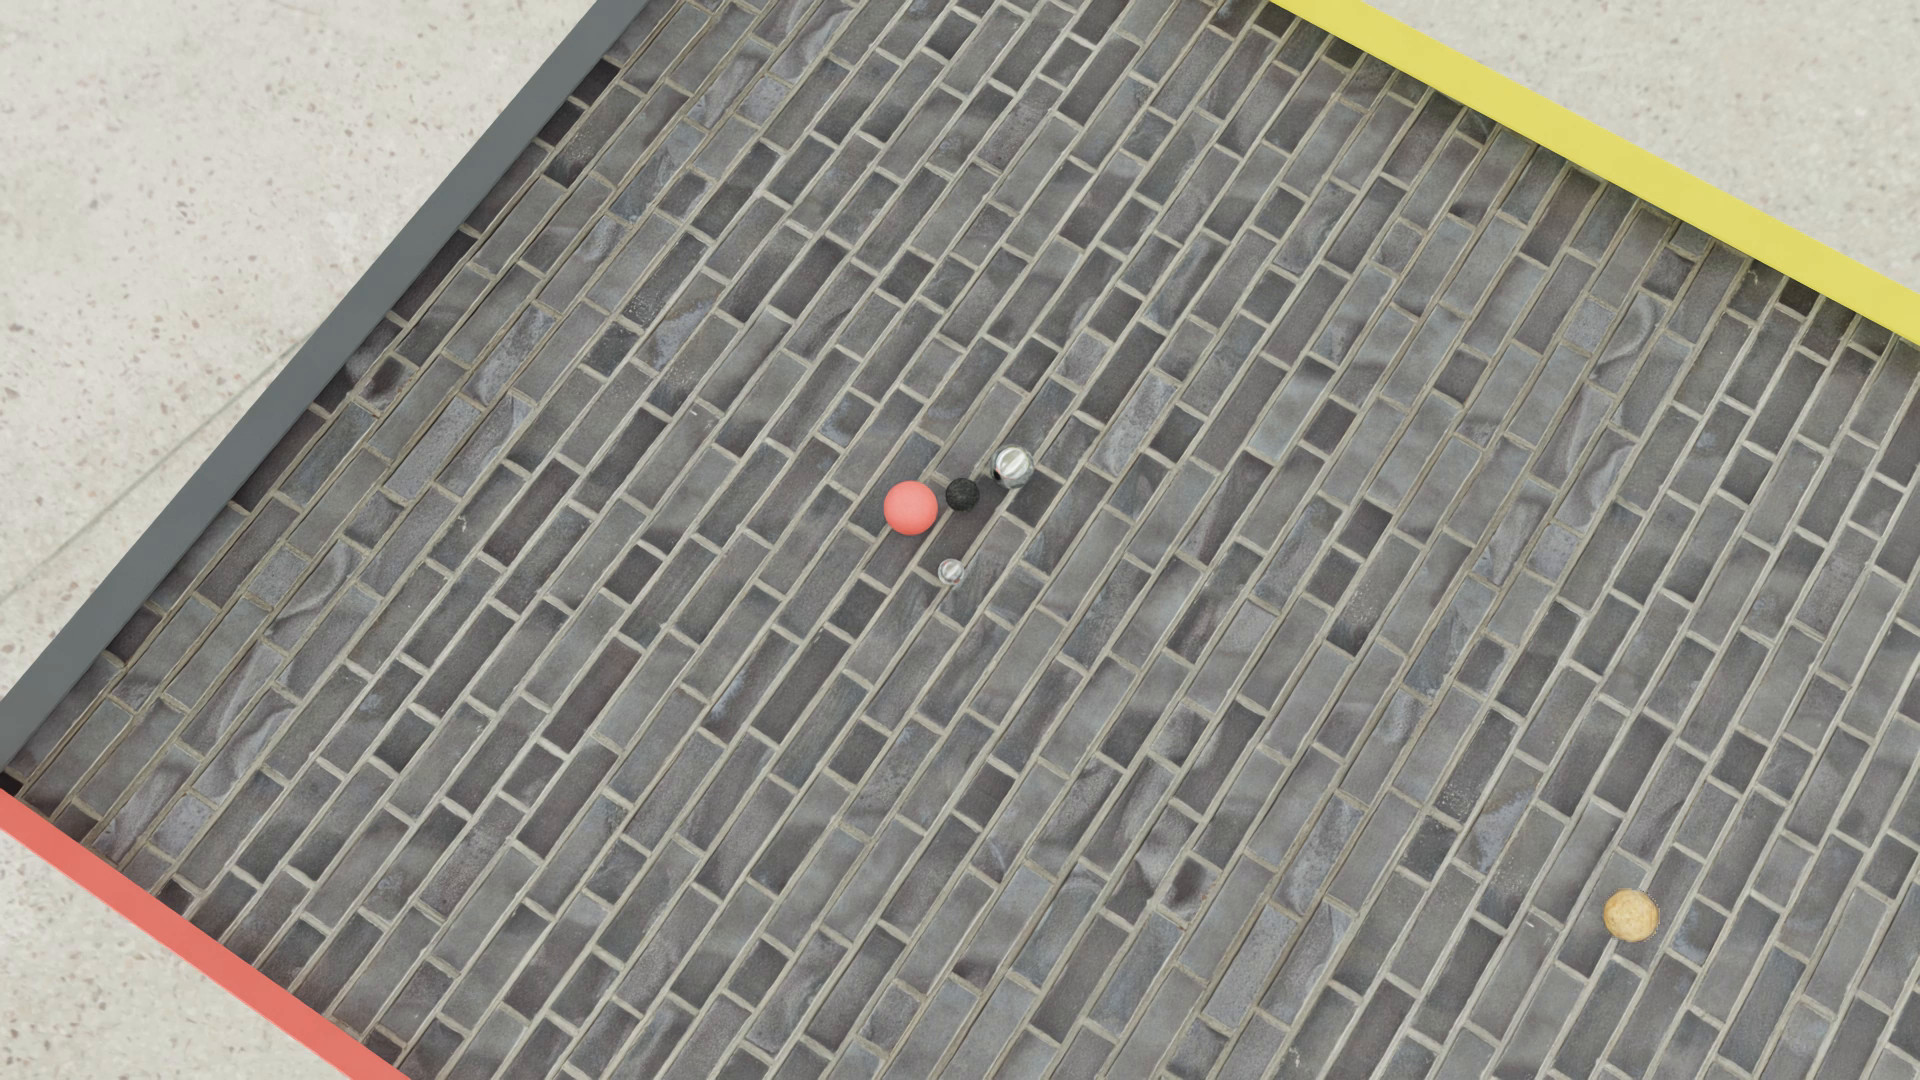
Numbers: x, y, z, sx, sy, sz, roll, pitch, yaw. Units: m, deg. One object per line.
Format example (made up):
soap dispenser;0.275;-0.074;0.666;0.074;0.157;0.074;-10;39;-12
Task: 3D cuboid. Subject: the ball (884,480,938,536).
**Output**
ball;-0.078;-0.051;3.489;0.087;0.087;0.087;0;68;0

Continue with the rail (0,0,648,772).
rail;-0.856;-0.529;3.663;0.045;0.113;2.358;31;72;12

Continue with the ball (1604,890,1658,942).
ball;0.992;0.556;3.254;0.077;0.077;0.077;0;68;0

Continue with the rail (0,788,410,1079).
rail;0.243;1.422;2.891;4.184;0.113;0.045;31;72;12

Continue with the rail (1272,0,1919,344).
rail;1.508;-0.376;3.603;4.184;0.113;0.045;31;72;12

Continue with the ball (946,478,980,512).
ball;0.004;-0.072;3.514;0.056;0.056;0.056;0;68;0

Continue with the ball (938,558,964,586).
ball;-0.014;0.050;3.472;0.043;0.043;0.043;0;68;0

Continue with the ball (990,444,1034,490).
ball;0.083;-0.118;3.523;0.073;0.073;0.073;0;68;0
